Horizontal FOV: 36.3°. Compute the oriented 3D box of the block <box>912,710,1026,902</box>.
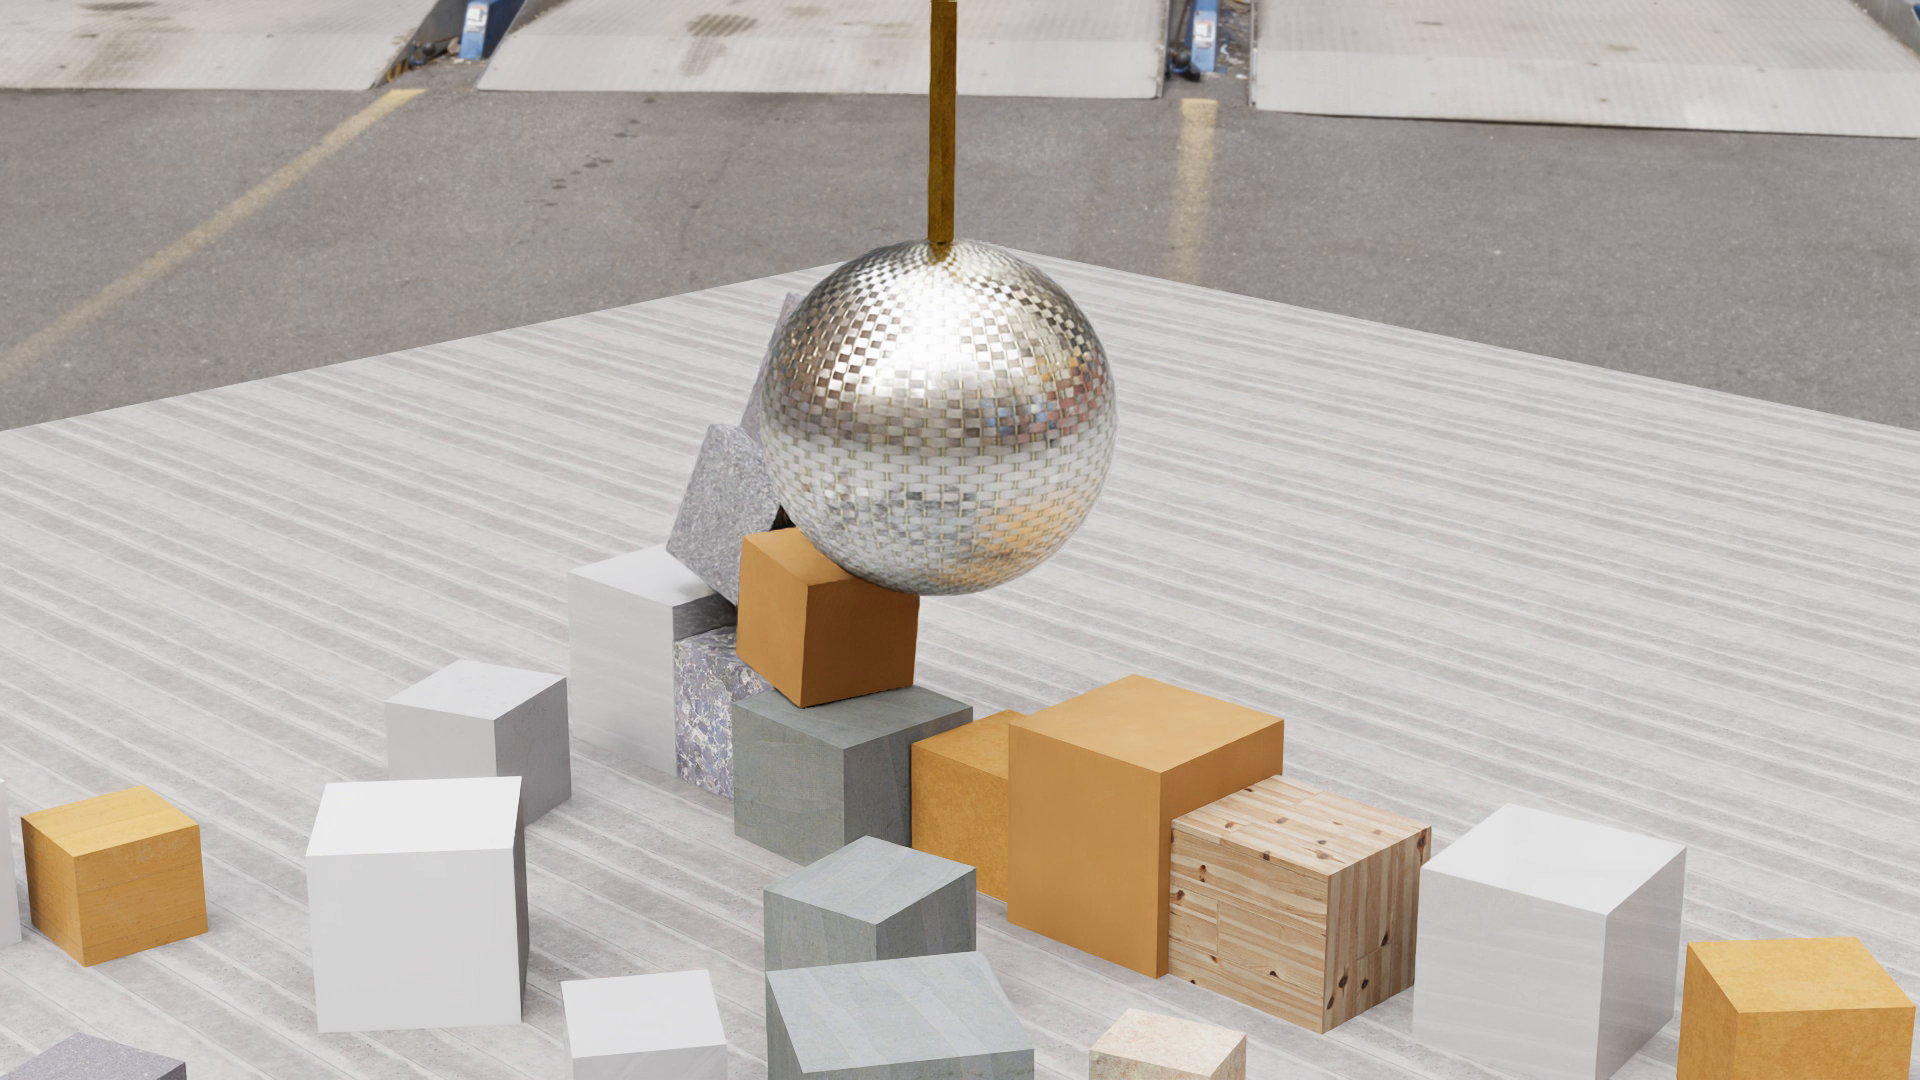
[{"bbox_3d":[0.255,1.224,13.460,0.636,0.594,0.717,-17,24,-42],"label":"block"}]

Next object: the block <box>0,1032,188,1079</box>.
[{"bbox_3d":[-3.134,2.172,10.523,0.510,0.545,0.524,9,19,26],"label":"block"}]

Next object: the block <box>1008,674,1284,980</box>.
[{"bbox_3d":[0.810,1.234,12.853,0.845,0.940,0.853,16,23,40],"label":"block"}]

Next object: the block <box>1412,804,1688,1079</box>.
[{"bbox_3d":[2.386,1.633,11.873,0.788,0.764,0.812,12,21,33],"label":"block"}]

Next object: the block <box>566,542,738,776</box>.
[{"bbox_3d":[-1.404,0.575,15.022,0.816,0.895,0.860,16,23,41],"label":"block"}]

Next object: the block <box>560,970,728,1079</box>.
[{"bbox_3d":[-1.181,2.022,10.972,0.558,0.563,0.630,-3,18,-11],"label":"block"}]

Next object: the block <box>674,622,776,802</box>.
[{"bbox_3d":[-0.843,0.833,14.502,0.838,0.715,0.753,-16,24,-42],"label":"block"}]

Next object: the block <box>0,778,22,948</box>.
[{"bbox_3d":[-4.600,1.379,12.705,0.682,0.751,0.769,-16,24,-41],"label":"block"}]

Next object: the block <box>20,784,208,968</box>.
[{"bbox_3d":[-3.701,1.463,12.835,0.567,0.513,0.577,-14,22,-37],"label":"block"}]

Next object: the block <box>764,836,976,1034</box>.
[{"bbox_3d":[-0.361,1.673,11.960,0.569,0.636,0.677,12,21,34],"label":"block"}]

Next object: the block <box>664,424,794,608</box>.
[{"bbox_3d":[-0.904,-0.103,14.431,0.676,0.690,0.638,3,25,-47],"label":"block"}]

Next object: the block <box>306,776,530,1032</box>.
[{"bbox_3d":[-2.244,1.509,12.237,0.821,0.783,0.771,-2,18,-5],"label":"block"}]

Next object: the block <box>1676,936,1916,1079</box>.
[{"bbox_3d":[3.188,1.928,11.228,0.673,0.589,0.608,-1,17,-4],"label":"block"}]

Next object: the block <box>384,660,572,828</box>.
[{"bbox_3d":[-2.310,1.008,14.098,0.607,0.624,0.647,8,19,23],"label":"block"}]

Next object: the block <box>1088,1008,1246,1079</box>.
[{"bbox_3d":[0.782,2.076,11.058,0.480,0.409,0.383,8,19,25],"label":"block"}]

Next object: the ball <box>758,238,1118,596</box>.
[{"bbox_3d":[-0.098,-0.546,13.068,1.600,1.600,1.600,0,17,0],"label":"ball"}]

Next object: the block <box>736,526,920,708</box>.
[{"bbox_3d":[-0.626,0.334,13.885,0.616,0.620,0.631,-10,27,-31],"label":"block"}]

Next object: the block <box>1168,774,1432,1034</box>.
[{"bbox_3d":[1.425,1.517,12.343,0.818,0.704,0.710,16,24,42],"label":"block"}]

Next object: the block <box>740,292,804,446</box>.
[{"bbox_3d":[-0.490,-0.673,14.254,0.753,0.717,0.732,10,20,-32],"label":"block"}]

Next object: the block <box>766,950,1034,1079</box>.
[{"bbox_3d":[-0.222,2.053,10.354,0.795,0.875,0.788,-4,18,-12],"label":"block"}]

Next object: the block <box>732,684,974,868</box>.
[{"bbox_3d":[-0.503,1.086,13.775,0.796,0.667,0.801,-15,23,-40],"label":"block"}]

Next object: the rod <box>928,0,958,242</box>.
[{"bbox_3d":[-0.042,-3.806,12.101,0.080,5.200,0.080,17,23,42],"label":"rod"}]
